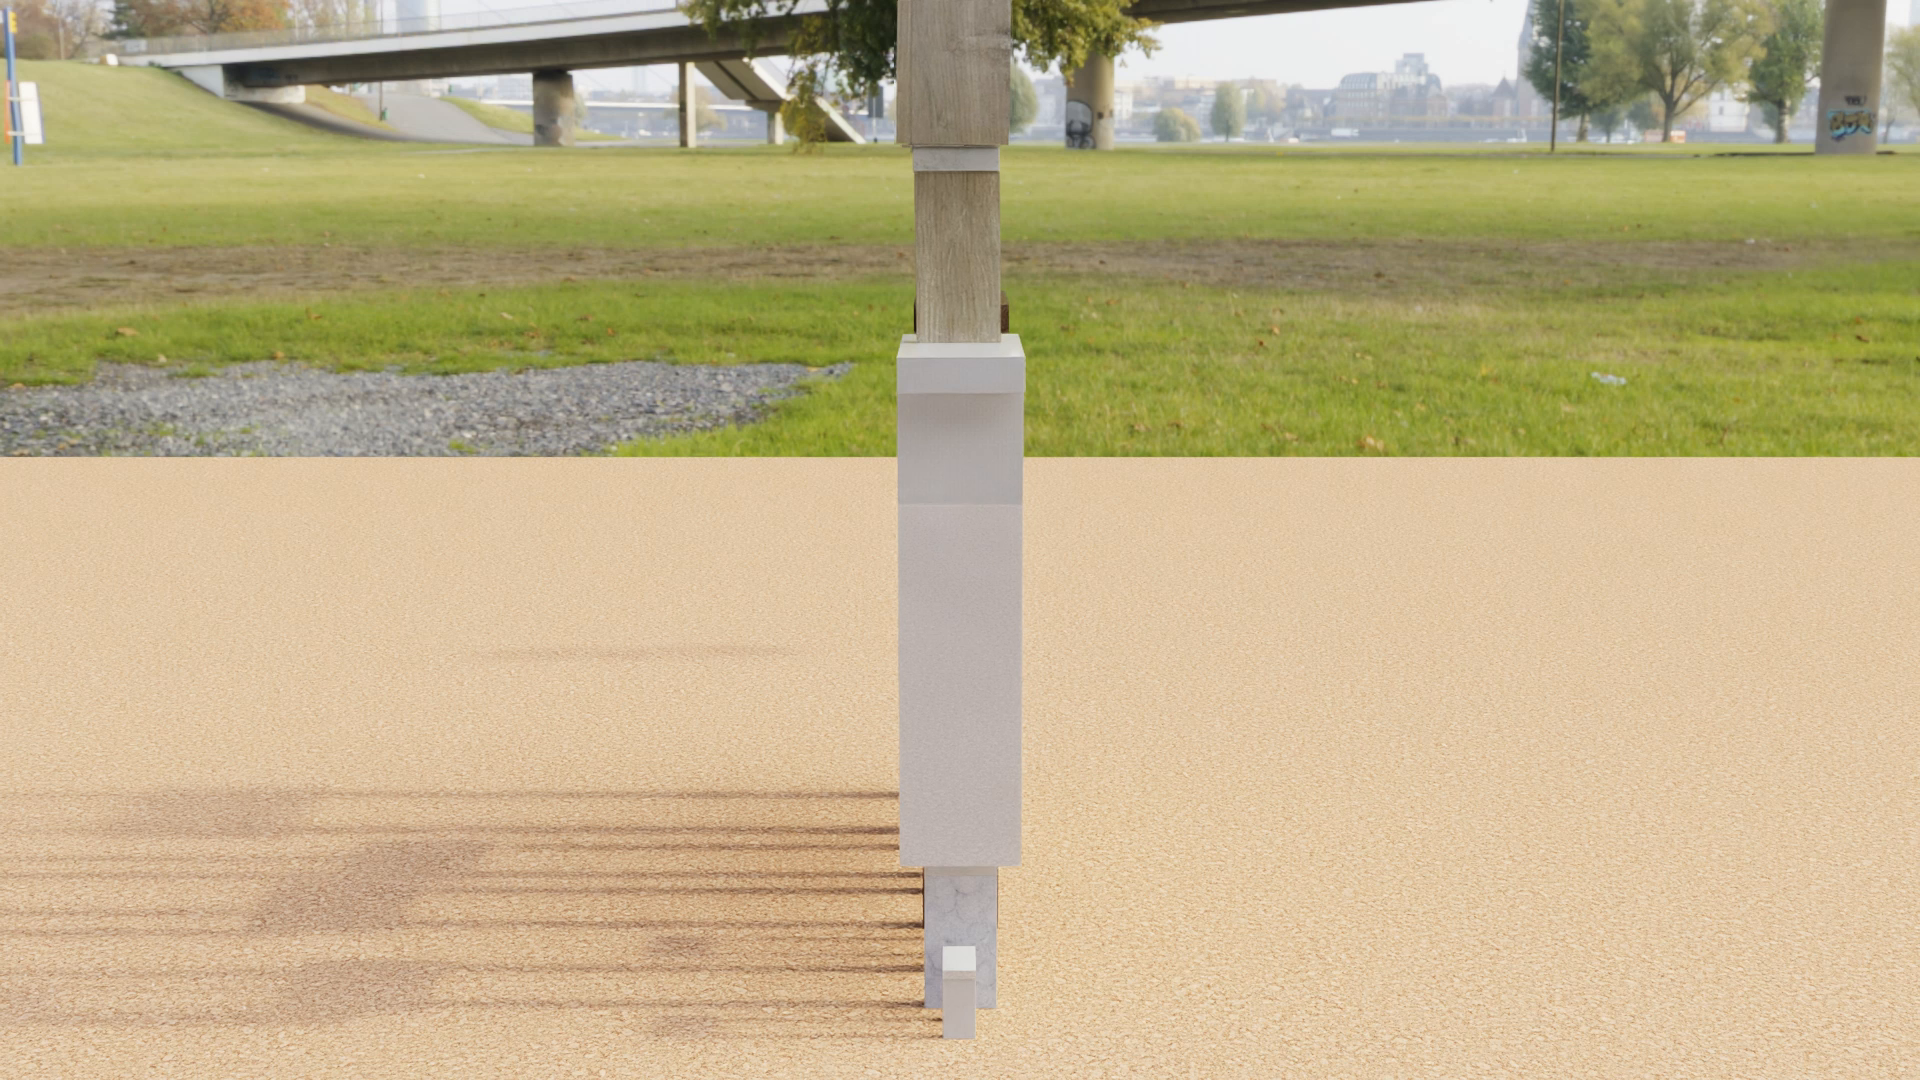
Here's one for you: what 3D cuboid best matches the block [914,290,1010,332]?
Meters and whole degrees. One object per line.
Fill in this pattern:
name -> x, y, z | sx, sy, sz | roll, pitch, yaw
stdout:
block -> 0.003, -0.381, 3.654 | 0.152, 0.043, 0.304 | 0, 10, 0

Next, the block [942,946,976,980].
block -> -0.001, 0.596, 3.100 | 0.046, 0.013, 0.092 | 0, 11, 0

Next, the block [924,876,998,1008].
block -> 0.001, 0.574, 3.183 | 0.104, 0.209, 0.030 | 0, 11, 0

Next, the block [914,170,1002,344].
block -> -0.003, -0.400, 3.110 | 0.120, 0.239, 0.034 | -1, 11, 0

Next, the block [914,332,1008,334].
block -> 0.003, -0.168, 3.590 | 0.152, 0.352, 0.043 | 0, 10, 0

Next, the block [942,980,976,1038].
block -> -0.001, 0.653, 3.079 | 0.046, 0.092, 0.013 | 0, 11, 0

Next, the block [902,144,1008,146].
block -> -0.008, -0.732, 3.209 | 0.154, 0.309, 0.044 | 0, 11, 0

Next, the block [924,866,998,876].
block -> 0.001, 0.444, 3.230 | 0.104, 0.030, 0.209 | 0, 11, 0

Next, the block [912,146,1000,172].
block -> -0.005, -0.549, 3.163 | 0.120, 0.034, 0.239 | 0, 10, 0

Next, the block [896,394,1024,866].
block -> 0.001, 0.124, 3.042 | 0.171, 0.669, 0.048 | 0, 11, 0

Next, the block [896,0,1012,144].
block -> -0.008, -0.698, 3.005 | 0.154, 0.309, 0.044 | 1, 11, 0

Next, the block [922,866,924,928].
block -> 0.001, 0.499, 3.501 | 0.120, 0.240, 0.034 | 0, 11, 0

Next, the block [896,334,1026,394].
block -> 0.001, -0.250, 3.089 | 0.171, 0.048, 0.341 | 0, 10, 0
